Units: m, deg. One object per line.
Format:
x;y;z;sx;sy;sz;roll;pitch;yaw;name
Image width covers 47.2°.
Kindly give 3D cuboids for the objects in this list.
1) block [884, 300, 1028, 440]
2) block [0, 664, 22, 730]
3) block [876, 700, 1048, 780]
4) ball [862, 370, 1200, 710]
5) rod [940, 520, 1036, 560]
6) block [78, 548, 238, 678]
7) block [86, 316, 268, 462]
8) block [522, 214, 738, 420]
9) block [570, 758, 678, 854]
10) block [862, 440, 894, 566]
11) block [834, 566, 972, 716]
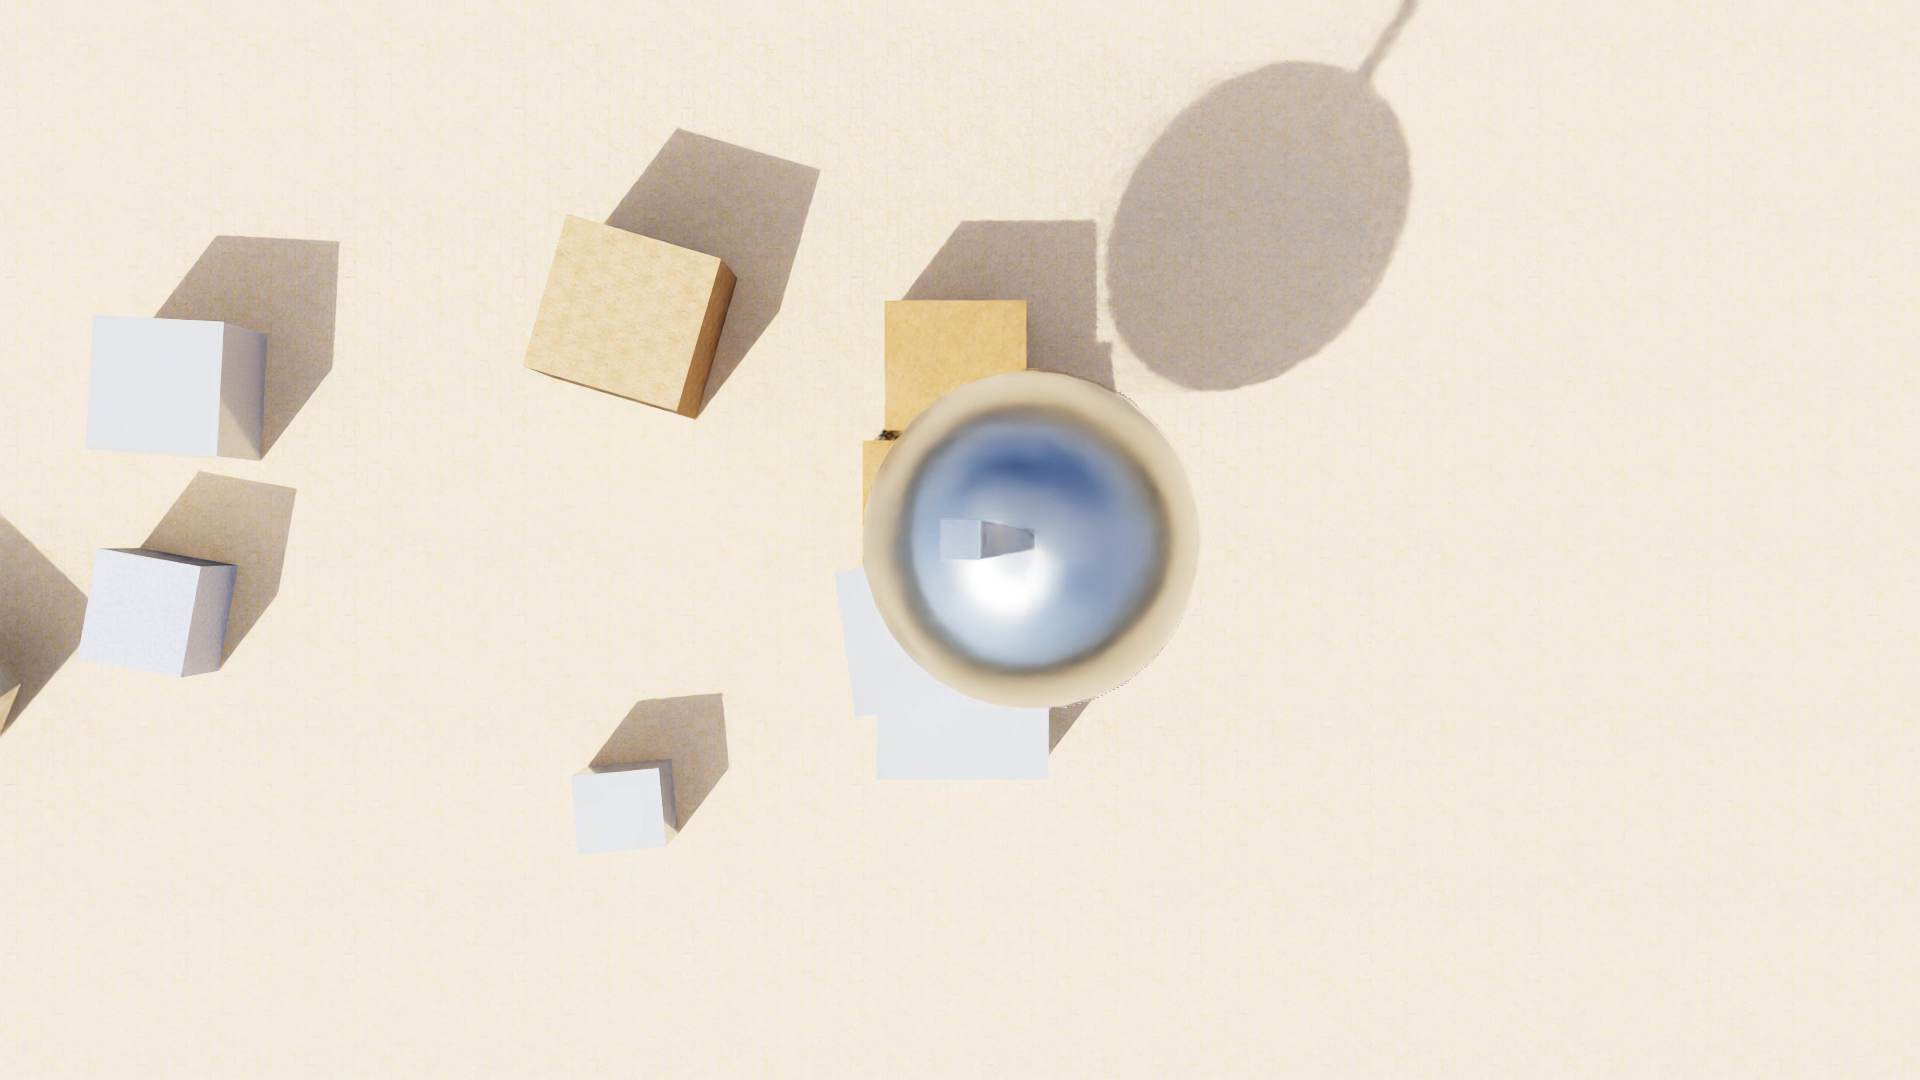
-0.022;-0.945;12.607;0.793;0.786;0.772;0;90;0;block
-6.008;0.936;12.438;0.809;0.843;0.745;44;134;0;block
0.015;0.856;12.568;0.950;0.865;0.934;0;90;0;block
0.334;0.000;10.402;1.600;1.600;1.600;0;90;0;ball
0.145;0.000;7.007;0.080;5.200;0.080;0;90;3;rod
-4.616;0.410;12.682;0.589;0.637;0.634;10;90;0;block
-4.477;-0.858;12.612;0.728;0.775;0.748;3;90;0;block
-1.862;-1.254;12.552;0.885;0.897;0.874;16;90;0;block
-1.935;1.538;12.726;0.501;0.548;0.446;-5;90;0;block
-0.058;-0.090;12.563;0.956;0.874;0.920;0;90;0;block
-0.251;0.489;11.790;0.705;0.676;0.763;-8;91;0;block
